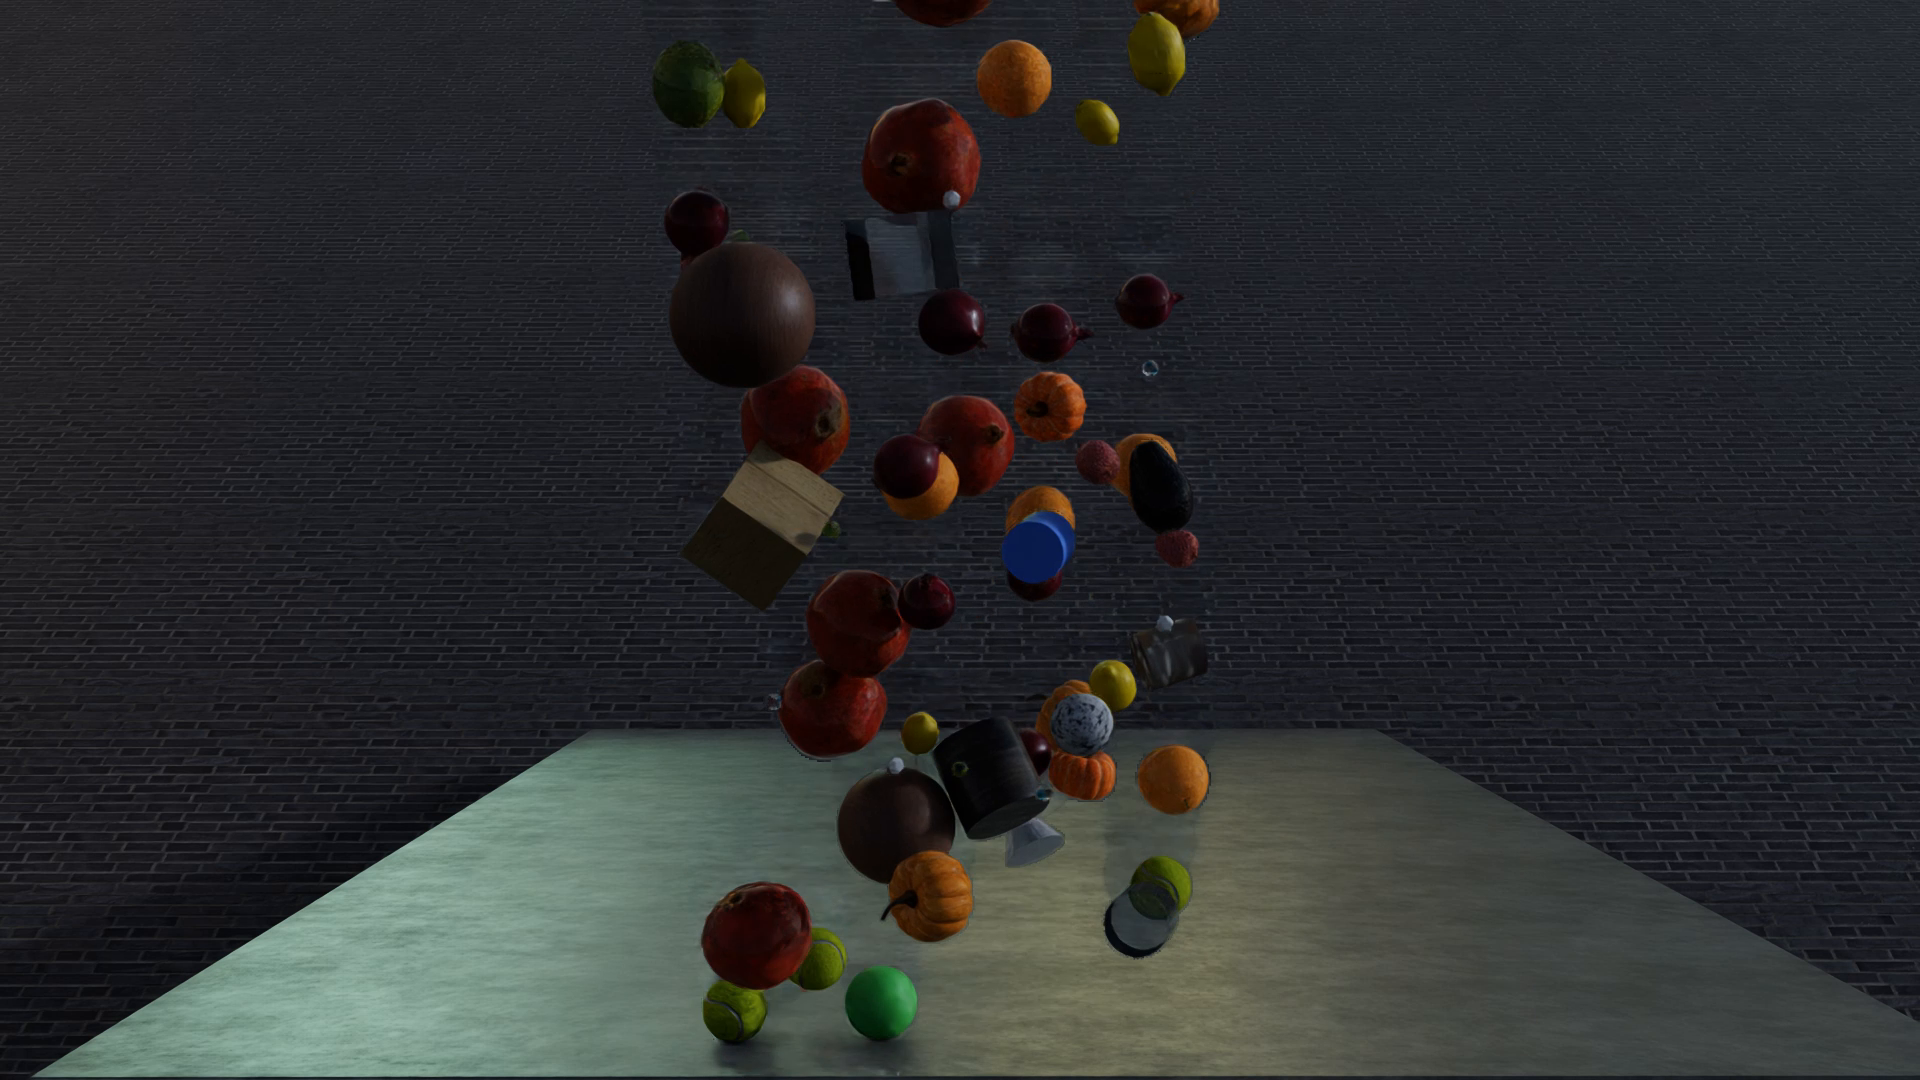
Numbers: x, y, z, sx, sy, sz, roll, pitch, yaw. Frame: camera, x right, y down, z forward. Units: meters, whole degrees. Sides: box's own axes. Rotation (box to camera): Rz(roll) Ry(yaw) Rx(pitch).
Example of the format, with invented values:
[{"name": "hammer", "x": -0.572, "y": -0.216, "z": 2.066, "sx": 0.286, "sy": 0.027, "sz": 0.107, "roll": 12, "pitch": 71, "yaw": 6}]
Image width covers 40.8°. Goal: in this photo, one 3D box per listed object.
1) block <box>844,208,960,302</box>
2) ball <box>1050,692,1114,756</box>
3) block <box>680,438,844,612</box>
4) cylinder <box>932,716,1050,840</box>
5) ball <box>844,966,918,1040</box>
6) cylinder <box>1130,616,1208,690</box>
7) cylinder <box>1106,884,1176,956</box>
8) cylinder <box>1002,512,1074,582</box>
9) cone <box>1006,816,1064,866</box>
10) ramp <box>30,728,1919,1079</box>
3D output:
[{"name": "block", "x": -0.052, "y": -0.259, "z": 2.340, "sx": 0.072, "sy": 0.072, "sz": 0.072, "roll": -4, "pitch": 8, "yaw": 26}, {"name": "ball", "x": 0.124, "y": 0.187, "z": 2.623, "sx": 0.065, "sy": 0.065, "sz": 0.065, "roll": 0, "pitch": 28, "yaw": 0}, {"name": "block", "x": -0.193, "y": -0.015, "z": 2.528, "sx": 0.099, "sy": 0.099, "sz": 0.099, "roll": 35, "pitch": 43, "yaw": -6}, {"name": "cylinder", "x": 0.033, "y": 0.262, "z": 2.842, "sx": 0.099, "sy": 0.099, "sz": 0.099, "roll": -15, "pitch": 66, "yaw": -26}, {"name": "ball", "x": -0.085, "y": 0.498, "z": 2.782, "sx": 0.078, "sy": 0.078, "sz": 0.078, "roll": 0, "pitch": 28, "yaw": 0}, {"name": "cylinder", "x": 0.217, "y": 0.118, "z": 2.680, "sx": 0.062, "sy": 0.062, "sz": 0.062, "roll": -17, "pitch": 31, "yaw": -12}, {"name": "cylinder", "x": 0.185, "y": 0.387, "z": 2.633, "sx": 0.066, "sy": 0.066, "sz": 0.066, "roll": 5, "pitch": 1, "yaw": 10}, {"name": "cylinder", "x": 0.077, "y": 0.006, "z": 2.507, "sx": 0.060, "sy": 0.060, "sz": 0.060, "roll": 6, "pitch": 10, "yaw": 11}, {"name": "cone", "x": 0.074, "y": 0.337, "z": 3.070, "sx": 0.075, "sy": 0.075, "sz": 0.075, "roll": -14, "pitch": 65, "yaw": -24}, {"name": "ramp", "x": 0.062, "y": 0.562, "z": 4.600, "sx": 2.000, "sy": 0.100, "sz": 4.000, "roll": 0, "pitch": 1, "yaw": 0}]
